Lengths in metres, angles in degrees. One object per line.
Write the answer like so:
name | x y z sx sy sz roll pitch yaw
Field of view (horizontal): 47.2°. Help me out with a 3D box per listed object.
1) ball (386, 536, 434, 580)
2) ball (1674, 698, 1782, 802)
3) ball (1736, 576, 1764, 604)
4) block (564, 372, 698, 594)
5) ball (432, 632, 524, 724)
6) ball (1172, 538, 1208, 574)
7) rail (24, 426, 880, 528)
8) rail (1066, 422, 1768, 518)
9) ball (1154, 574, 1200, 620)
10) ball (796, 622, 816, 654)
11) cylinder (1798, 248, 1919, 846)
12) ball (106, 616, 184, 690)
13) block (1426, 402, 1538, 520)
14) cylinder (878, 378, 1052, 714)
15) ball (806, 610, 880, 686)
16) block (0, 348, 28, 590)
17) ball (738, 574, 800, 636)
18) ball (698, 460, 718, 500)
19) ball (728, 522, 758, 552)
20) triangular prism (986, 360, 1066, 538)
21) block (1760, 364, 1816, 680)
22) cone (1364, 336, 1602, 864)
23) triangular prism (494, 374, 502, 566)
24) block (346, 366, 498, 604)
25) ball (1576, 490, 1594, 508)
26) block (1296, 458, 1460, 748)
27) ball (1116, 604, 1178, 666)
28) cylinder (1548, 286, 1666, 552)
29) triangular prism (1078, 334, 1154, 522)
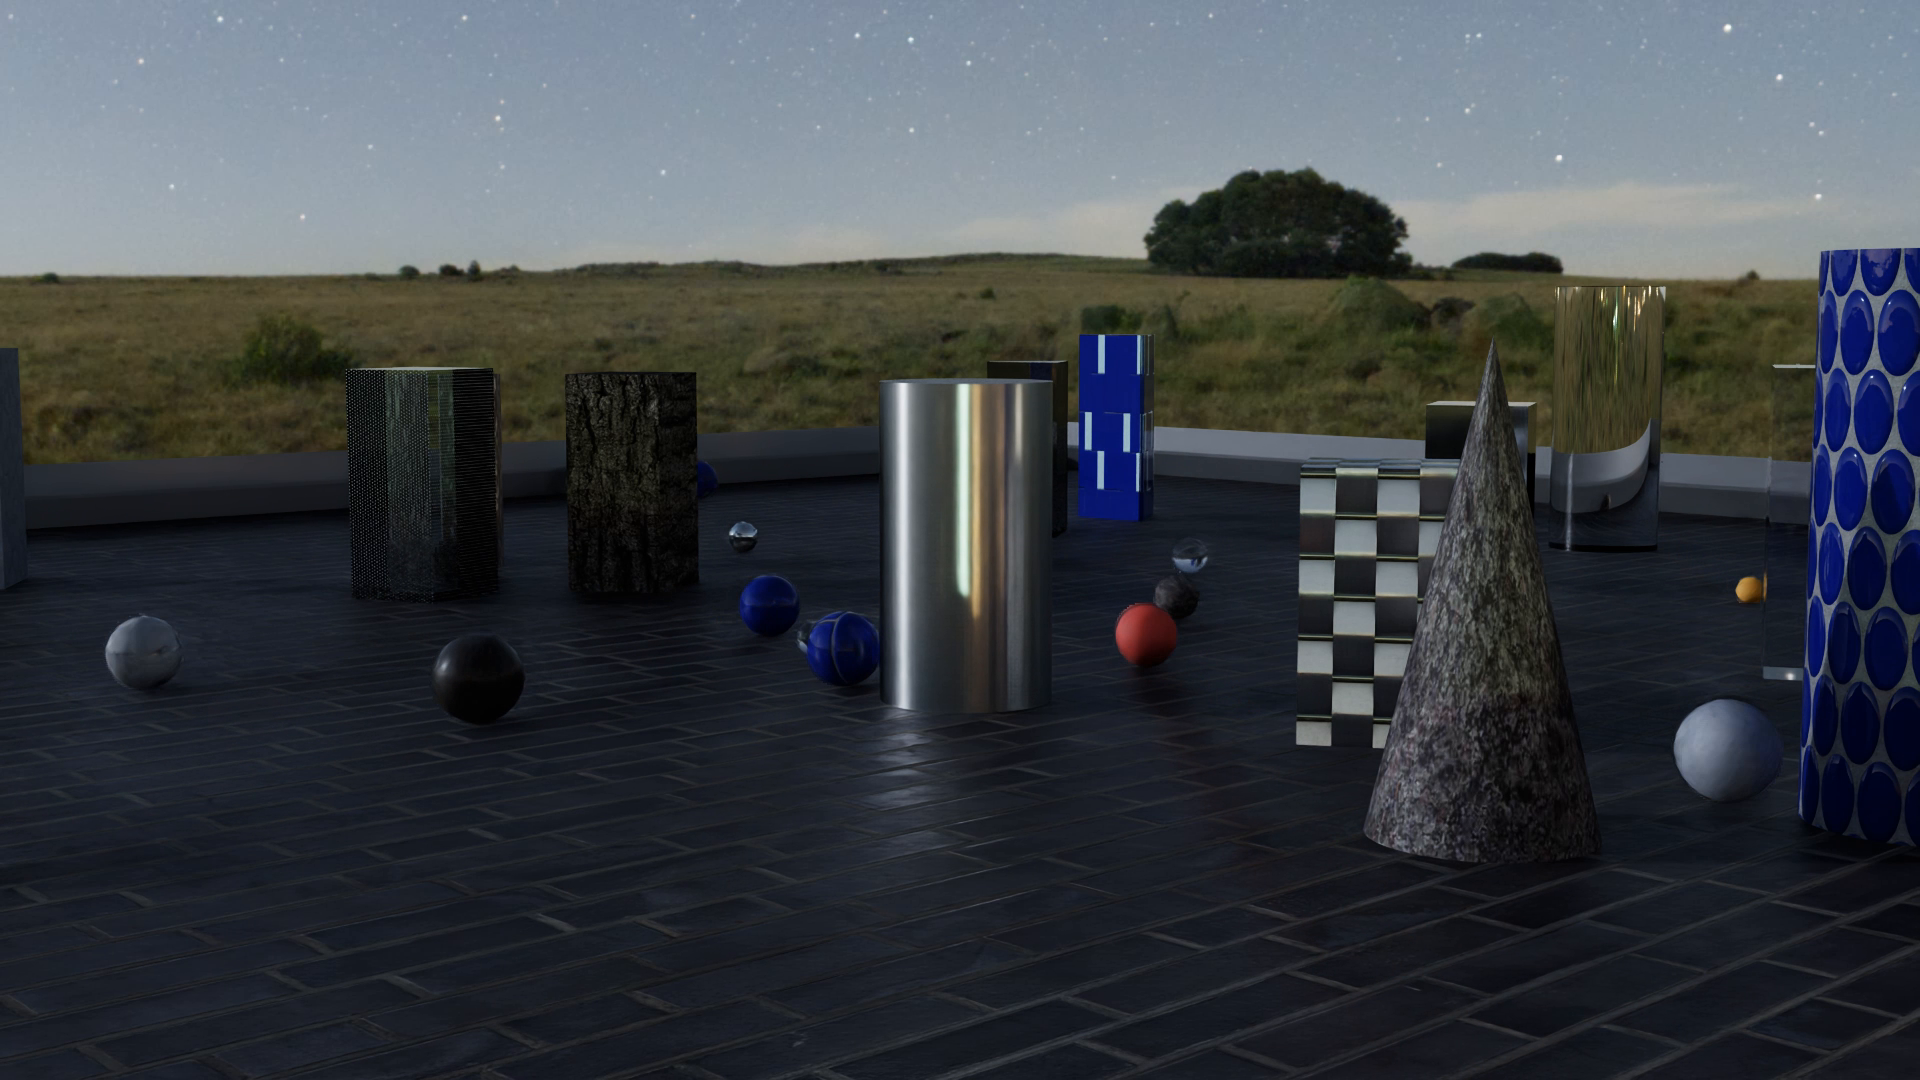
ball | -0.911 0.029 3.642 0.075 0.075 0.075 0 6 0
ball | 0.698 0.191 2.000 0.093 0.093 0.093 0 6 0
ball | 1.203 0.076 3.347 0.042 0.042 0.042 0 6 0
block | -0.528 -0.097 3.553 0.159 0.344 0.159 2 6 15
ball | -0.521 0.149 2.380 0.098 0.098 0.098 0 6 0
ball | 0.390 0.027 3.736 0.061 0.061 0.061 0 6 0
rail | -1.445 -0.129 4.889 4.415 0.129 0.045 -5 8 -42
rail | 1.605 -0.120 4.805 0.045 0.129 4.308 -5 8 -42
ball | 0.314 0.083 3.182 0.064 0.064 0.064 0 6 0
ball | -0.191 0.128 2.848 0.044 0.044 0.044 0 6 0
cylinder | 0.838 0.000 1.898 0.198 0.495 0.198 0 6 0
ball | -0.961 0.133 2.593 0.086 0.086 0.086 0 6 0
block | 0.844 -0.074 3.567 0.159 0.295 0.159 2 6 19
cylinder | 0.007 0.001 2.520 0.198 0.365 0.198 0 6 0
ball | -0.137 0.129 2.617 0.089 0.089 0.089 0 6 0
block | -1.625 -0.118 3.572 0.159 0.383 0.159 -1 6 -10
ball | -0.261 0.090 3.015 0.084 0.084 0.084 0 6 0
ball | -0.620 -0.142 5.199 0.093 0.093 0.093 0 6 0
ball | -0.401 -0.006 4.075 0.055 0.055 0.055 0 6 0
triangular prism | 0.168 -0.187 4.425 0.172 0.343 0.149 5 8 40
block | 1.076 -0.024 2.699 0.159 0.376 0.159 2 6 19
cone | 0.445 0.040 1.854 0.198 0.425 0.198 0 6 0
triangular prism | -0.880 -0.129 3.906 0.172 0.335 0.149 0 6 4
block | -0.839 -0.090 3.437 0.159 0.355 0.159 3 7 25
ball | 1.417 -0.094 4.983 0.042 0.042 0.042 0 6 0
block | 0.441 0.062 2.309 0.159 0.286 0.159 1 6 12
ball | 0.234 0.120 2.757 0.078 0.078 0.078 0 6 0
cylinder | 1.214 -0.230 4.130 0.198 0.489 0.198 0 6 0
triangular prism | 0.371 -0.247 4.754 0.172 0.393 0.149 5 8 42
